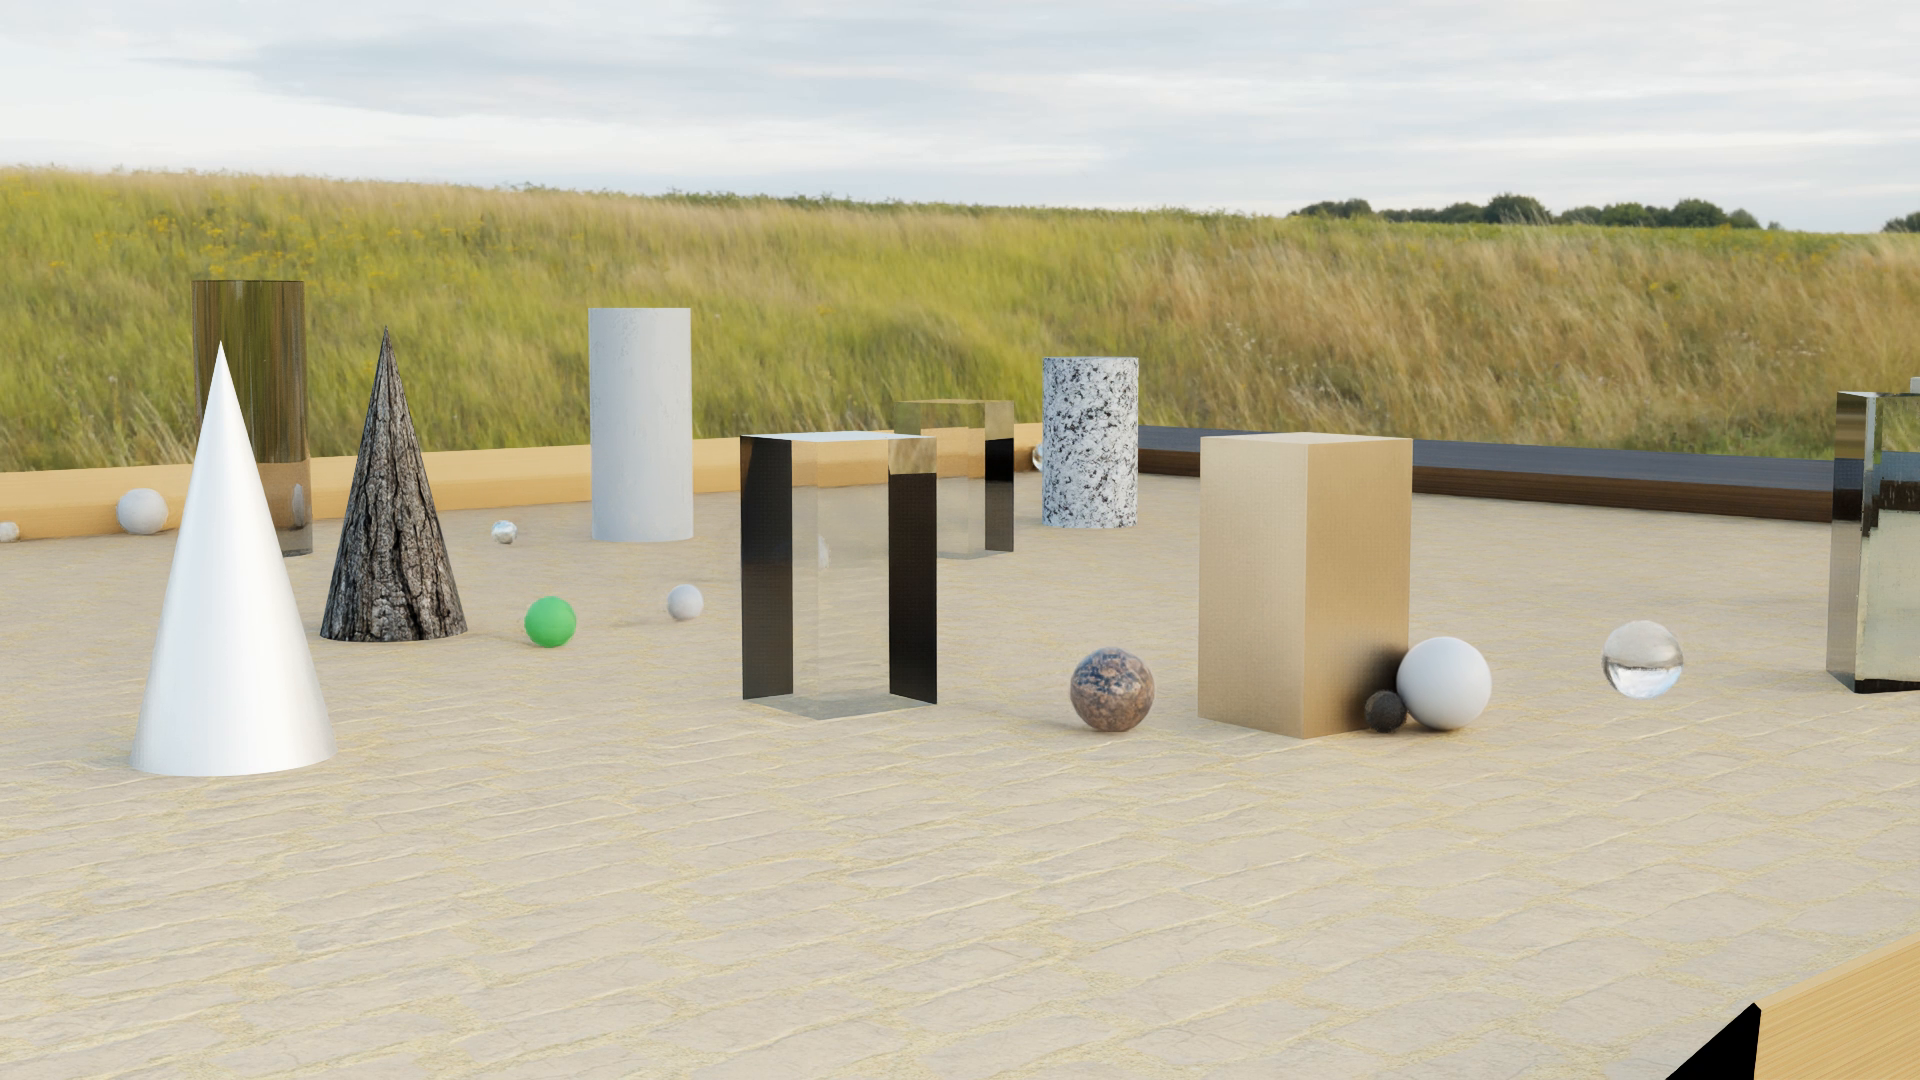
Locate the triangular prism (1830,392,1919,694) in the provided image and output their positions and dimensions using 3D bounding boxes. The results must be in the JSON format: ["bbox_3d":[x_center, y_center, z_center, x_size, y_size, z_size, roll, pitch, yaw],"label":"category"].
[{"bbox_3d":[1.106,-0.003,2.649,0.173,0.346,0.150,-2,6,-19],"label":"triangular prism"}]

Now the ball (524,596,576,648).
[{"bbox_3d":[-0.543,0.109,2.920,0.068,0.068,0.068,0,6,0],"label":"ball"}]

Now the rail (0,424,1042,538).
[{"bbox_3d":[-1.317,-0.114,4.751,4.482,0.130,0.045,-5,8,-42],"label":"rail"}]

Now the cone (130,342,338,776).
[{"bbox_3d":[-0.729,0.010,2.190,0.200,0.415,0.200,0,6,0],"label":"cone"}]

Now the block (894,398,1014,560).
[{"bbox_3d":[-0.010,-0.115,4.041,0.160,0.280,0.160,4,7,32],"label":"block"}]

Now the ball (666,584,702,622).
[{"bbox_3d":[-0.397,0.091,3.169,0.053,0.053,0.053,0,6,0],"label":"ball"}]

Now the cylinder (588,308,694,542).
[{"bbox_3d":[-0.627,-0.230,4.329,0.200,0.450,0.200,0,6,0],"label":"cylinder"}]

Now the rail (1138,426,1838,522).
[{"bbox_3d":[1.630,-0.122,4.827,0.045,0.130,3.931,-5,8,-42],"label":"rail"}]

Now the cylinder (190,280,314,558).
[{"bbox_3d":[-1.297,-0.223,4.032,0.200,0.499,0.200,0,6,0],"label":"cylinder"}]

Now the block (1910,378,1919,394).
[{"bbox_3d":[1.448,-0.051,3.089,0.160,0.351,0.160,-4,7,-34],"label":"block"}]

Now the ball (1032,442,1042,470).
[{"bbox_3d":[0.244,-0.231,6.104,0.086,0.086,0.086,0,6,0],"label":"ball"}]

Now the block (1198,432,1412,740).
[{"bbox_3d":[0.373,0.043,2.389,0.160,0.308,0.160,-4,7,-37],"label":"block"}]

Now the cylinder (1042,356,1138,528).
[{"bbox_3d":[0.273,-0.207,4.606,0.200,0.348,0.200,0,6,0],"label":"cylinder"}]

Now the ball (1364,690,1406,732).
[{"bbox_3d":[0.451,0.182,2.333,0.044,0.044,0.044,0,6,0],"label":"ball"}]

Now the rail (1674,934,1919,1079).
[{"bbox_3d":[1.317,0.181,1.912,4.482,0.130,0.045,-5,8,-42],"label":"rail"}]

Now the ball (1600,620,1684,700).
[{"bbox_3d":[0.784,0.138,2.530,0.091,0.091,0.091,0,6,0],"label":"ball"}]

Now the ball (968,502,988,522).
[{"bbox_3d":[0.039,-0.058,4.647,0.043,0.043,0.043,0,6,0],"label":"ball"}]

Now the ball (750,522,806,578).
[{"bbox_3d":[-0.303,0.017,3.670,0.095,0.095,0.095,0,6,0],"label":"ball"}]

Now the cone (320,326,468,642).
[{"bbox_3d":[-0.788,-0.085,3.043,0.200,0.428,0.200,0,6,0],"label":"cone"}]

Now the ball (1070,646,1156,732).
[{"bbox_3d":[0.162,0.159,2.332,0.091,0.091,0.091,0,6,0],"label":"ball"}]

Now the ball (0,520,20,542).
[{"bbox_3d":[-1.838,-0.016,4.244,0.042,0.042,0.042,0,6,0],"label":"ball"}]

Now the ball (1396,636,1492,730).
[{"bbox_3d":[0.516,0.153,2.343,0.099,0.099,0.099,0,6,0],"label":"ball"}]

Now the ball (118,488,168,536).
[{"bbox_3d":[-1.626,-0.056,4.376,0.095,0.095,0.095,0,6,0],"label":"ball"}]

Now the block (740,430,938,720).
[{"bbox_3d":[-0.138,0.034,2.496,0.160,0.304,0.160,-4,7,-37],"label":"block"}]

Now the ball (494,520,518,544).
[{"bbox_3d":[-0.871,-0.014,4.212,0.046,0.046,0.046,0,6,0],"label":"ball"}]
